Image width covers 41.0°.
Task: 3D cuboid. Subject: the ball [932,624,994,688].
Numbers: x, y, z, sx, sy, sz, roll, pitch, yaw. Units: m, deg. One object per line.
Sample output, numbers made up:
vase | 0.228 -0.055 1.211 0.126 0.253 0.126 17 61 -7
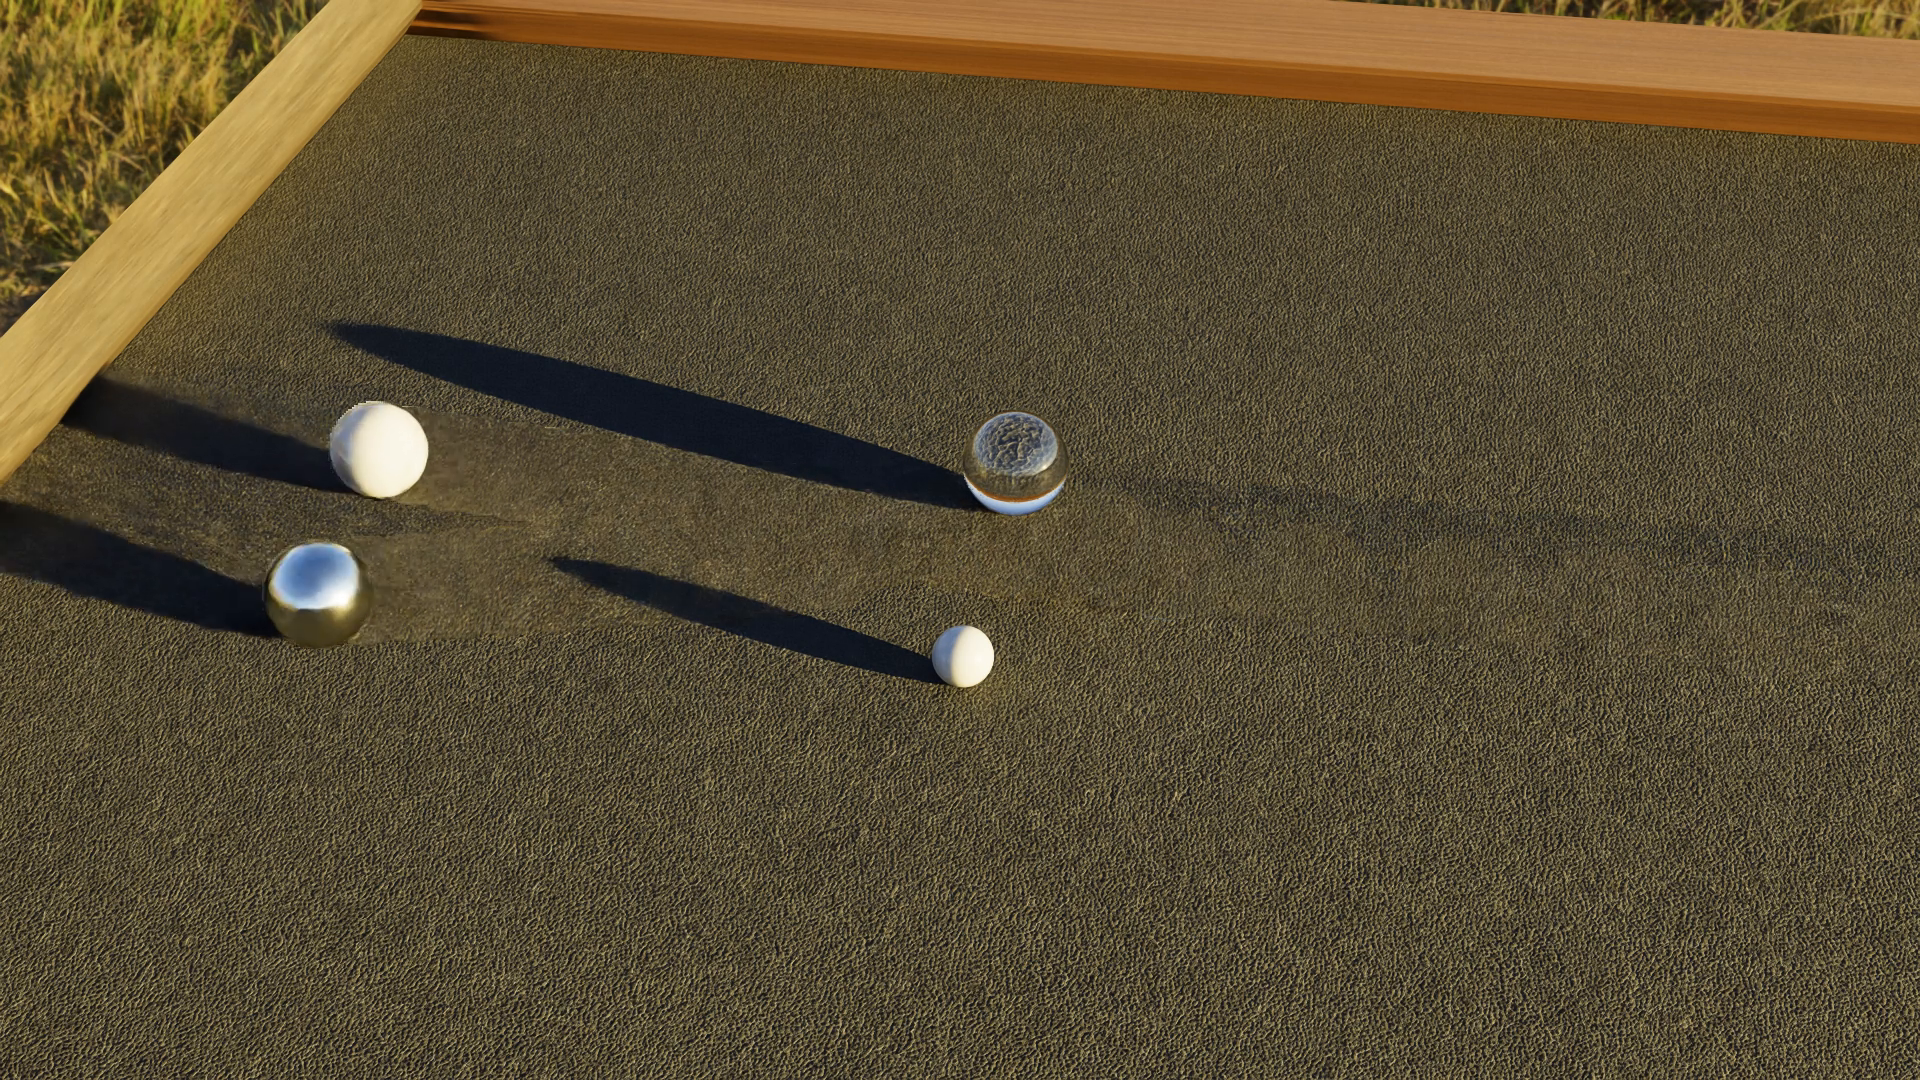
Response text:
ball | 0.002 0.085 1.879 0.046 0.046 0.046 0 34 0

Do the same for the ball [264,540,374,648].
ball | -0.479 0.040 1.915 0.080 0.080 0.080 0 34 0

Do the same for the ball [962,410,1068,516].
ball | 0.045 -0.062 2.060 0.086 0.086 0.086 0 34 0

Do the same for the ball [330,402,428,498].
ball | -0.471 -0.073 2.083 0.078 0.078 0.078 0 34 0

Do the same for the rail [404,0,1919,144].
rail | 0.948 -0.446 2.600 3.205 0.111 0.045 6 35 8

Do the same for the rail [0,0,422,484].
rail | -0.766 -0.094 2.083 0.045 0.111 1.876 6 35 8
